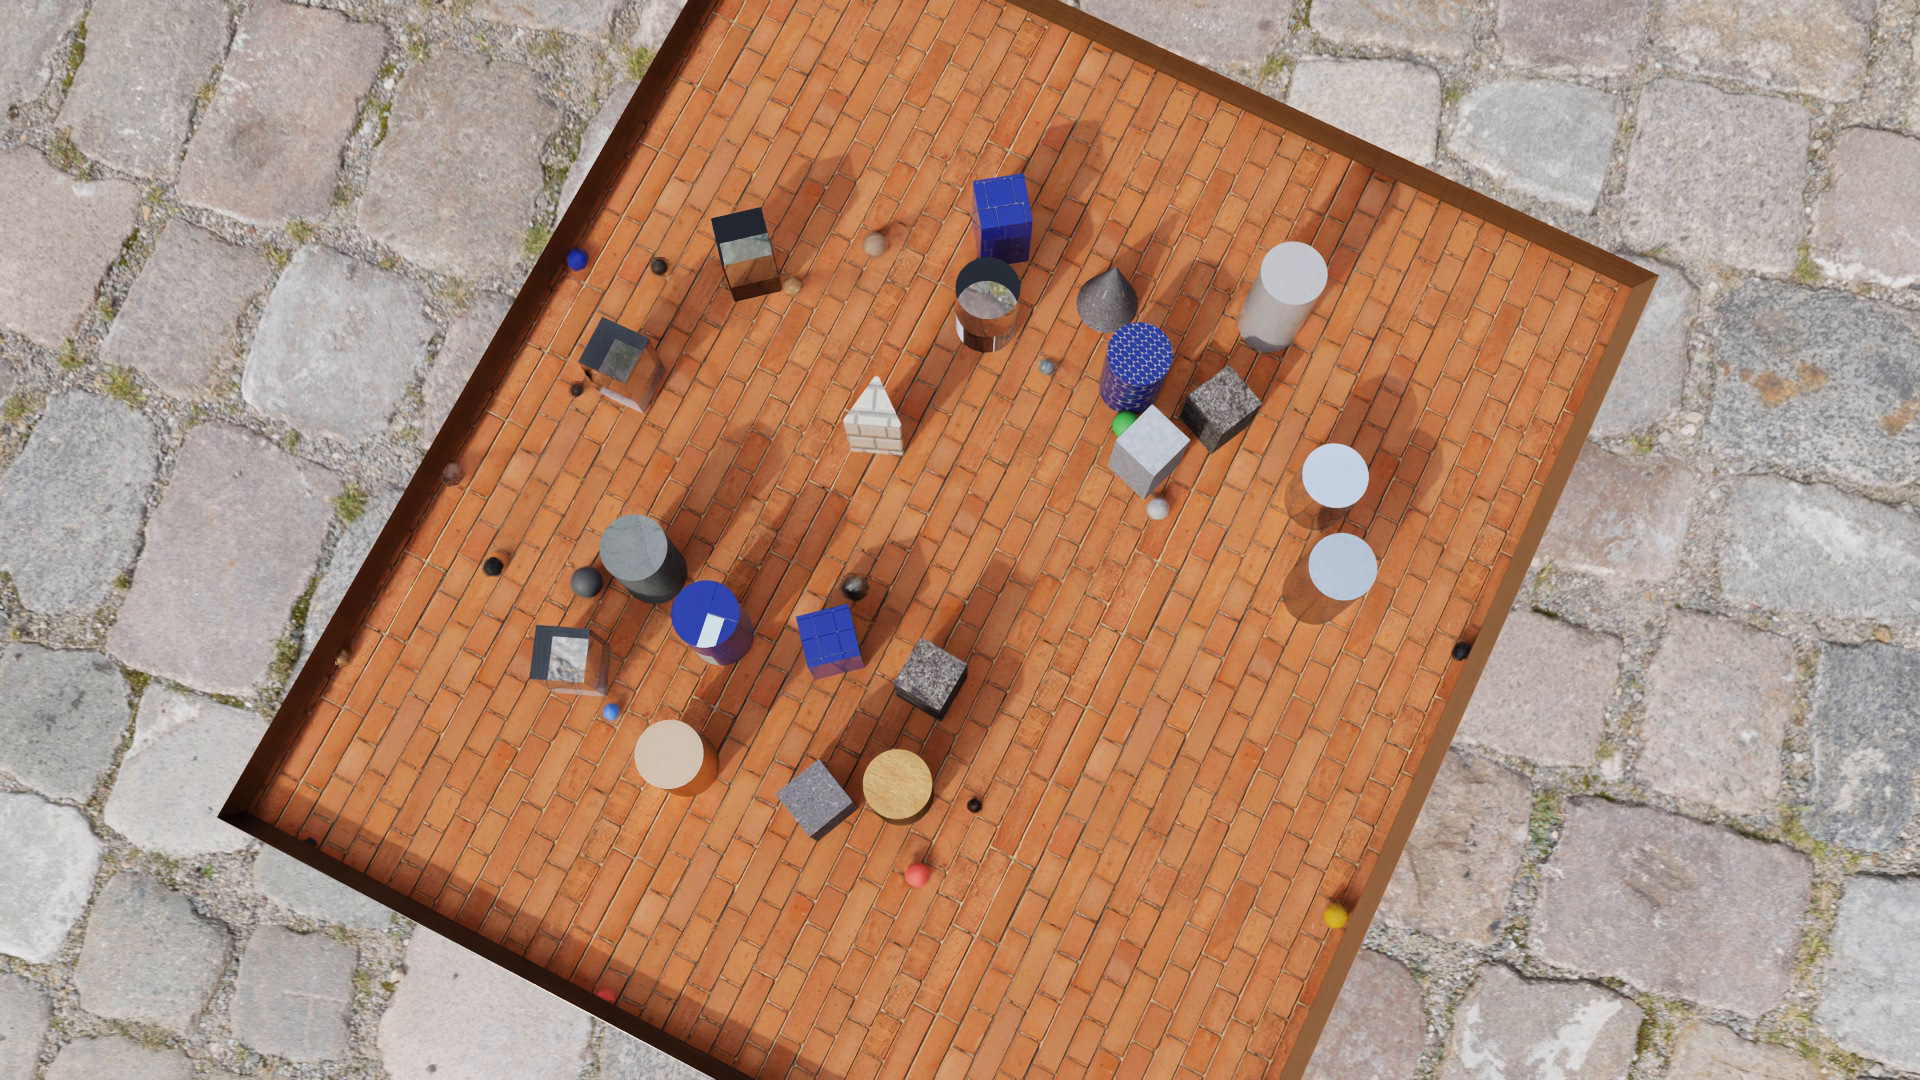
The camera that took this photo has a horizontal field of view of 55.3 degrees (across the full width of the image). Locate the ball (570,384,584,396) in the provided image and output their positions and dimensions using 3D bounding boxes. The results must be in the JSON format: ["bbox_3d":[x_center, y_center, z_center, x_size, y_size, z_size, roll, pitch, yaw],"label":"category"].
[{"bbox_3d":[-1.190,-0.465,5.692,0.040,0.040,0.040,0,78,0],"label":"ball"}]

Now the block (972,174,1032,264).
[{"bbox_3d":[0.127,-0.979,5.646,0.155,0.338,0.155,-9,78,-2],"label":"block"}]

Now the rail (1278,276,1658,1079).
[{"bbox_3d":[1.375,0.680,5.411,0.045,0.126,3.415,26,80,5],"label":"rail"}]

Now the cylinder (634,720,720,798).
[{"bbox_3d":[-0.816,0.636,5.308,0.194,0.347,0.194,0,78,0],"label":"cylinder"}]

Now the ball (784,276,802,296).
[{"bbox_3d":[-0.523,-0.797,5.752,0.058,0.058,0.058,0,78,0],"label":"ball"}]

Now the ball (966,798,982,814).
[{"bbox_3d":[0.042,0.788,5.431,0.044,0.044,0.044,0,78,0],"label":"ball"}]

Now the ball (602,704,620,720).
[{"bbox_3d":[-1.045,0.514,5.485,0.050,0.050,0.050,0,78,0],"label":"ball"}]

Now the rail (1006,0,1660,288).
[{"bbox_3d":[0.753,-1.468,5.855,3.122,0.126,0.045,26,80,5],"label":"rail"}]

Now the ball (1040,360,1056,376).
[{"bbox_3d":[0.272,-0.536,5.703,0.048,0.048,0.048,0,78,0],"label":"ball"}]

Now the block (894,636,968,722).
[{"bbox_3d":[-0.084,0.412,5.379,0.155,0.299,0.155,30,80,6],"label":"block"}]

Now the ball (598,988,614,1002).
[{"bbox_3d":[-1.029,1.326,5.318,0.047,0.047,0.047,0,78,0],"label":"ball"}]

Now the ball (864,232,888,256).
[{"bbox_3d":[-0.267,-0.930,5.770,0.076,0.076,0.076,0,78,0],"label":"ball"}]

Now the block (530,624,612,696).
[{"bbox_3d":[-1.138,0.357,5.373,0.155,0.333,0.155,4,78,1],"label":"block"}]

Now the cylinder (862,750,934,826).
[{"bbox_3d":[-0.174,0.717,5.284,0.194,0.361,0.194,0,78,0],"label":"cylinder"}]

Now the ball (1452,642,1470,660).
[{"bbox_3d":[1.511,0.334,5.520,0.053,0.053,0.053,0,78,0],"label":"ball"}]

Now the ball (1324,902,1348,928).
[{"bbox_3d":[1.100,1.096,5.353,0.071,0.071,0.071,0,78,0],"label":"ball"}]

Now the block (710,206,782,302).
[{"bbox_3d":[-0.653,-0.874,5.632,0.155,0.323,0.155,-13,79,-3],"label":"block"}]

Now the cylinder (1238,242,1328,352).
[{"bbox_3d":[0.969,-0.728,5.536,0.194,0.453,0.194,0,78,0],"label":"cylinder"}]

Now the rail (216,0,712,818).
[{"bbox_3d":[-1.375,-0.666,5.689,0.045,0.126,3.415,26,80,5],"label":"rail"}]

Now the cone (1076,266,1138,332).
[{"bbox_3d":[0.464,-0.778,5.605,0.194,0.338,0.194,0,78,0],"label":"cone"}]

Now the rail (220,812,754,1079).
[{"bbox_3d":[-0.753,1.482,5.245,3.122,0.126,0.045,26,80,5],"label":"rail"}]

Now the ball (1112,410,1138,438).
[{"bbox_3d":[0.512,-0.354,5.645,0.087,0.087,0.087,0,78,0],"label":"ball"}]

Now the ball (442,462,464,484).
[{"bbox_3d":[-1.556,-0.203,5.624,0.069,0.069,0.069,0,78,0],"label":"ball"}]

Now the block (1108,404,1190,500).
[{"bbox_3d":[0.565,-0.261,5.514,0.155,0.307,0.155,44,82,8],"label":"block"}]

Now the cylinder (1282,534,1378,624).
[{"bbox_3d":[1.078,0.119,5.370,0.194,0.434,0.194,0,78,0],"label":"cylinder"}]

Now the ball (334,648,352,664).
[{"bbox_3d":[-1.858,0.350,5.518,0.050,0.050,0.050,0,78,0],"label":"ball"}]

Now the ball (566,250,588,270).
[{"bbox_3d":[-1.205,-0.880,5.765,0.066,0.066,0.066,0,78,0],"label":"ball"}]

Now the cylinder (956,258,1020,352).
[{"bbox_3d":[0.082,-0.714,5.597,0.194,0.328,0.194,0,78,0],"label":"cylinder"}]

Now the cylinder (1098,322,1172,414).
[{"bbox_3d":[0.530,-0.515,5.555,0.194,0.330,0.194,0,78,0],"label":"cylinder"}]

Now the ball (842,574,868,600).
[{"bbox_3d":[-0.317,0.144,5.546,0.080,0.080,0.080,0,78,0],"label":"ball"}]

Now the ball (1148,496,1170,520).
[{"bbox_3d":[0.607,-0.097,5.601,0.069,0.069,0.069,0,78,0],"label":"ball"}]

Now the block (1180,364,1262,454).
[{"bbox_3d":[0.791,-0.395,5.574,0.155,0.242,0.155,-37,81,-7],"label":"block"}]

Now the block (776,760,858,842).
[{"bbox_3d":[-0.410,0.756,5.303,0.155,0.307,0.155,-39,81,-7],"label":"block"}]

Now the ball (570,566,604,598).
[{"bbox_3d":[-1.127,0.127,5.541,0.097,0.097,0.097,0,78,0],"label":"ball"}]

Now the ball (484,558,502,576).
[{"bbox_3d":[-1.419,0.081,5.571,0.057,0.057,0.057,0,78,0],"label":"ball"}]

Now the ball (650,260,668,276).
[{"bbox_3d":[-0.947,-0.858,5.768,0.051,0.051,0.051,0,78,0],"label":"ball"}]

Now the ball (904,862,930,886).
[{"bbox_3d":[-0.126,0.981,5.377,0.071,0.071,0.071,0,78,0],"label":"ball"}]

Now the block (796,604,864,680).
[{"bbox_3d":[-0.381,0.303,5.418,0.155,0.265,0.155,-14,79,-3],"label":"block"}]

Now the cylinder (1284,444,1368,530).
[{"bbox_3d":[1.094,-0.156,5.490,0.194,0.312,0.194,0,78,0],"label":"cylinder"}]

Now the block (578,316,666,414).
[{"bbox_3d":[-1.022,-0.527,5.559,0.155,0.325,0.155,25,79,5],"label":"block"}]

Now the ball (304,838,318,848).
[{"bbox_3d":[-1.919,0.899,5.410,0.041,0.041,0.041,0,78,0],"label":"ball"}]

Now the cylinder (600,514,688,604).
[{"bbox_3d":[-0.929,0.061,5.405,0.194,0.390,0.194,0,78,0],"label":"cylinder"}]

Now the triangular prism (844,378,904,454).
[{"bbox_3d":[-0.251,-0.376,5.526,0.168,0.330,0.145,5,78,1],"label":"triangular prism"}]

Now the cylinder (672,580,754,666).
[{"bbox_3d":[-0.721,0.247,5.373,0.194,0.377,0.194,0,78,0],"label":"cylinder"}]
